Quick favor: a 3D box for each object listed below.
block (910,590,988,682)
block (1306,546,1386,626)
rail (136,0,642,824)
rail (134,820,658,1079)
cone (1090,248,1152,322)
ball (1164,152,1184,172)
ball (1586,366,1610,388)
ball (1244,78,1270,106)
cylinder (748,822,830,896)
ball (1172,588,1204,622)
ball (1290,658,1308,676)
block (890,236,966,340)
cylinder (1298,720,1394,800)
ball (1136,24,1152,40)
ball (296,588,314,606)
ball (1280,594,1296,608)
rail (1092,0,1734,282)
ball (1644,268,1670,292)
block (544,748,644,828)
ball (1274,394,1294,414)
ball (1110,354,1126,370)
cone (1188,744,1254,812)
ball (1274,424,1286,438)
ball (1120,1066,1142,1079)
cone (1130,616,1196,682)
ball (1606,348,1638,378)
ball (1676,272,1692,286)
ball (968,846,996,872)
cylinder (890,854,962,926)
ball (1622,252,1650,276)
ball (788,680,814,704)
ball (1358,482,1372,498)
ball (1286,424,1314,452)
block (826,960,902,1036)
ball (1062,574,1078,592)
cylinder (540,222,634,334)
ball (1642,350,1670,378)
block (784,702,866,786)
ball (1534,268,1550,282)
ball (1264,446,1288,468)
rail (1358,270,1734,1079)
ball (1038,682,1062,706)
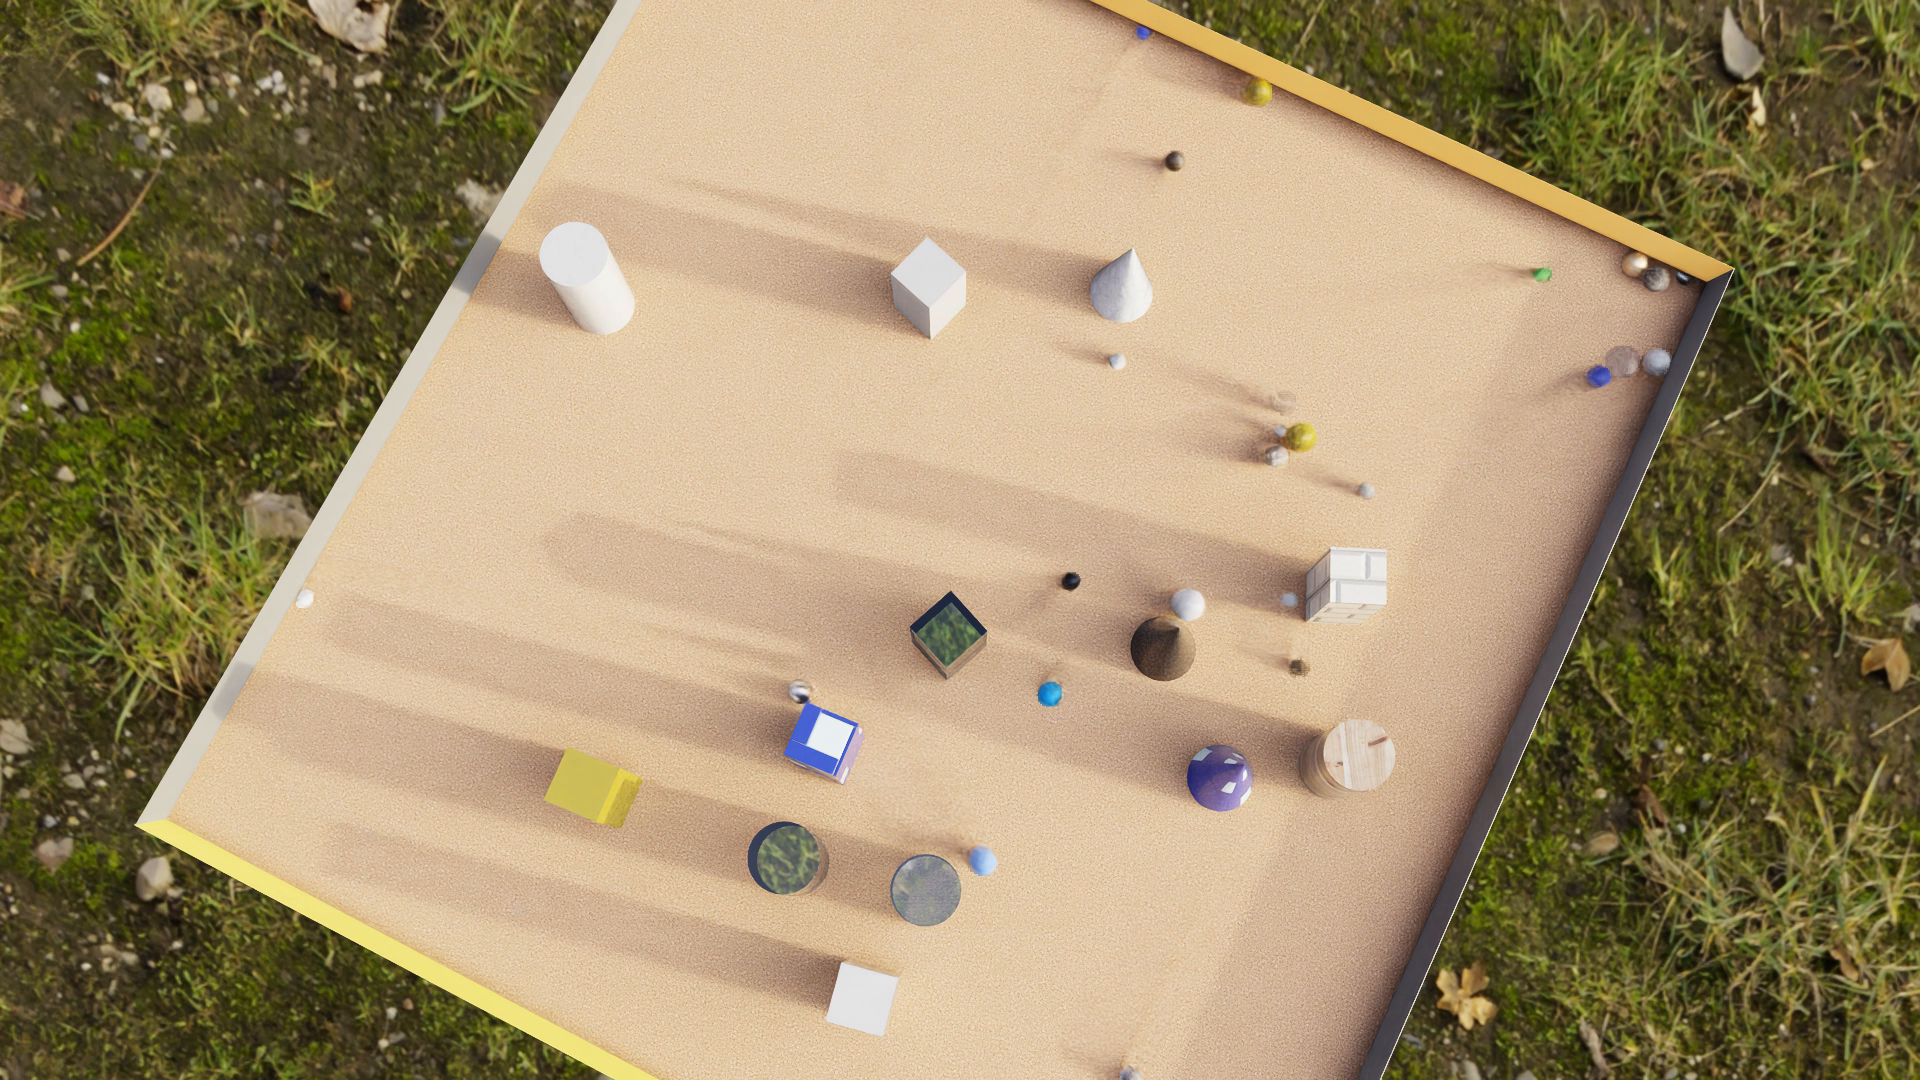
[{"bbox_3d":[-0.033,0.285,5.405,0.159,0.298,0.159,-41,81,-8],"label":"block"},{"bbox_3d":[1.134,0.139,5.398,0.159,0.372,0.159,3,78,1],"label":"block"},{"bbox_3d":[-1.553,-0.754,5.706,0.045,0.129,3.663,26,80,5],"label":"rail"},{"bbox_3d":[-0.808,1.590,5.220,3.520,0.129,0.045,26,80,5],"label":"rail"},{"bbox_3d":[0.509,-0.821,5.584,0.199,0.397,0.199,0,78,0],"label":"cone"},{"bbox_3d":[0.683,-1.203,5.834,0.062,0.062,0.062,0,78,0],"label":"ball"},{"bbox_3d":[1.980,-0.504,5.686,0.069,0.069,0.069,0,78,0],"label":"ball"},{"bbox_3d":[0.951,-1.436,5.871,0.085,0.085,0.085,0,78,0],"label":"ball"},{"bbox_3d":[-0.486,0.914,5.231,0.199,0.385,0.199,0,78,0],"label":"cylinder"},{"bbox_3d":[0.686,0.195,5.526,0.099,0.099,0.099,0,78,0],"label":"ball"},{"bbox_3d":[1.017,0.383,5.511,0.052,0.052,0.052,0,78,0],"label":"ball"},{"bbox_3d":[-0.094,-0.768,5.619,0.159,0.306,0.159,43,81,8],"label":"block"},{"bbox_3d":[1.111,0.637,5.288,0.199,0.385,0.199,0,78,0],"label":"cylinder"},{"bbox_3d":[0.595,-1.644,5.932,0.049,0.049,0.049,0,78,0],"label":"ball"},{"bbox_3d":[-1.986,0.173,5.553,0.055,0.055,0.055,0,78,0],"label":"ball"},{"bbox_3d":[0.994,0.184,5.556,0.045,0.045,0.045,0,78,0],"label":"ball"},{"bbox_3d":[0.808,-1.576,5.876,3.520,0.129,0.045,26,80,5],"label":"rail"},{"bbox_3d":[2.185,-0.815,5.745,0.079,0.079,0.079,0,78,0],"label":"ball"},{"bbox_3d":[-1.048,0.716,5.270,0.159,0.389,0.159,22,79,4],"label":"block"},{"bbox_3d":[1.003,-0.423,5.673,0.061,0.061,0.061,0,78,0],"label":"ball"},{"bbox_3d":[0.491,-0.556,5.705,0.052,0.052,0.052,0,78,0],"label":"ball"},{"bbox_3d":[0.777,0.662,5.237,0.199,0.475,0.199,0,78,0],"label":"cone"},{"bbox_3d":[0.990,-0.339,5.666,0.041,0.041,0.041,0,78,0],"label":"ball"},{"bbox_3d":[0.490,1.546,5.264,0.064,0.064,0.064,0,78,0],"label":"ball"},{"bbox_3d":[0.615,0.288,5.348,0.199,0.410,0.199,0,78,0],"label":"cone"},{"bbox_3d":[2.051,-0.549,5.681,0.097,0.097,0.097,0,78,0],"label":"ball"},{"bbox_3d":[2.278,-0.824,5.764,0.045,0.045,0.045,0,78,0],"label":"ball"},{"bbox_3d":[0.064,0.939,5.383,0.078,0.078,0.078,0,78,0],"label":"ball"},{"bbox_3d":[-0.095,1.006,5.253,0.199,0.303,0.199,0,78,0],"label":"cylinder"},{"bbox_3d":[2.123,-0.867,5.755,0.079,0.079,0.079,0,78,0],"label":"ball"},{"bbox_3d":[-0.474,0.455,5.484,0.075,0.075,0.075,0,78,0],"label":"ball"},{"bbox_3d":[1.243,-0.153,5.624,0.047,0.047,0.047,0,78,0],"label":"ball"},{"bbox_3d":[1.046,-0.315,5.636,0.089,0.089,0.089,0,78,0],"label":"ball"},{"bbox_3d":[-0.265,1.283,5.149,0.159,0.395,0.159,15,79,3],"label":"block"},{"bbox_3d":[0.334,0.129,5.563,0.053,0.053,0.053,0,78,0],"label":"ball"},{"bbox_3d":[-1.124,-0.786,5.551,0.199,0.448,0.199,0,78,0],"label":"cylinder"},{"bbox_3d":[2.162,-0.547,5.688,0.082,0.082,0.082,0,78,0],"label":"ball"},{"bbox_3d":[-0.388,0.594,5.304,0.159,0.373,0.159,22,79,4],"label":"block"},{"bbox_3d":[1.830,-0.836,5.767,0.045,0.045,0.045,0,78,0],"label":"ball"},{"bbox_3d":[0.972,-0.256,5.634,0.069,0.069,0.069,0,78,0],"label":"ball"},{"bbox_3d":[1.553,0.767,5.391,0.045,0.129,3.663,26,80,5],"label":"rail"},{"bbox_3d":[0.271,0.459,5.485,0.072,0.072,0.072,0,78,0],"label":"ball"}]
